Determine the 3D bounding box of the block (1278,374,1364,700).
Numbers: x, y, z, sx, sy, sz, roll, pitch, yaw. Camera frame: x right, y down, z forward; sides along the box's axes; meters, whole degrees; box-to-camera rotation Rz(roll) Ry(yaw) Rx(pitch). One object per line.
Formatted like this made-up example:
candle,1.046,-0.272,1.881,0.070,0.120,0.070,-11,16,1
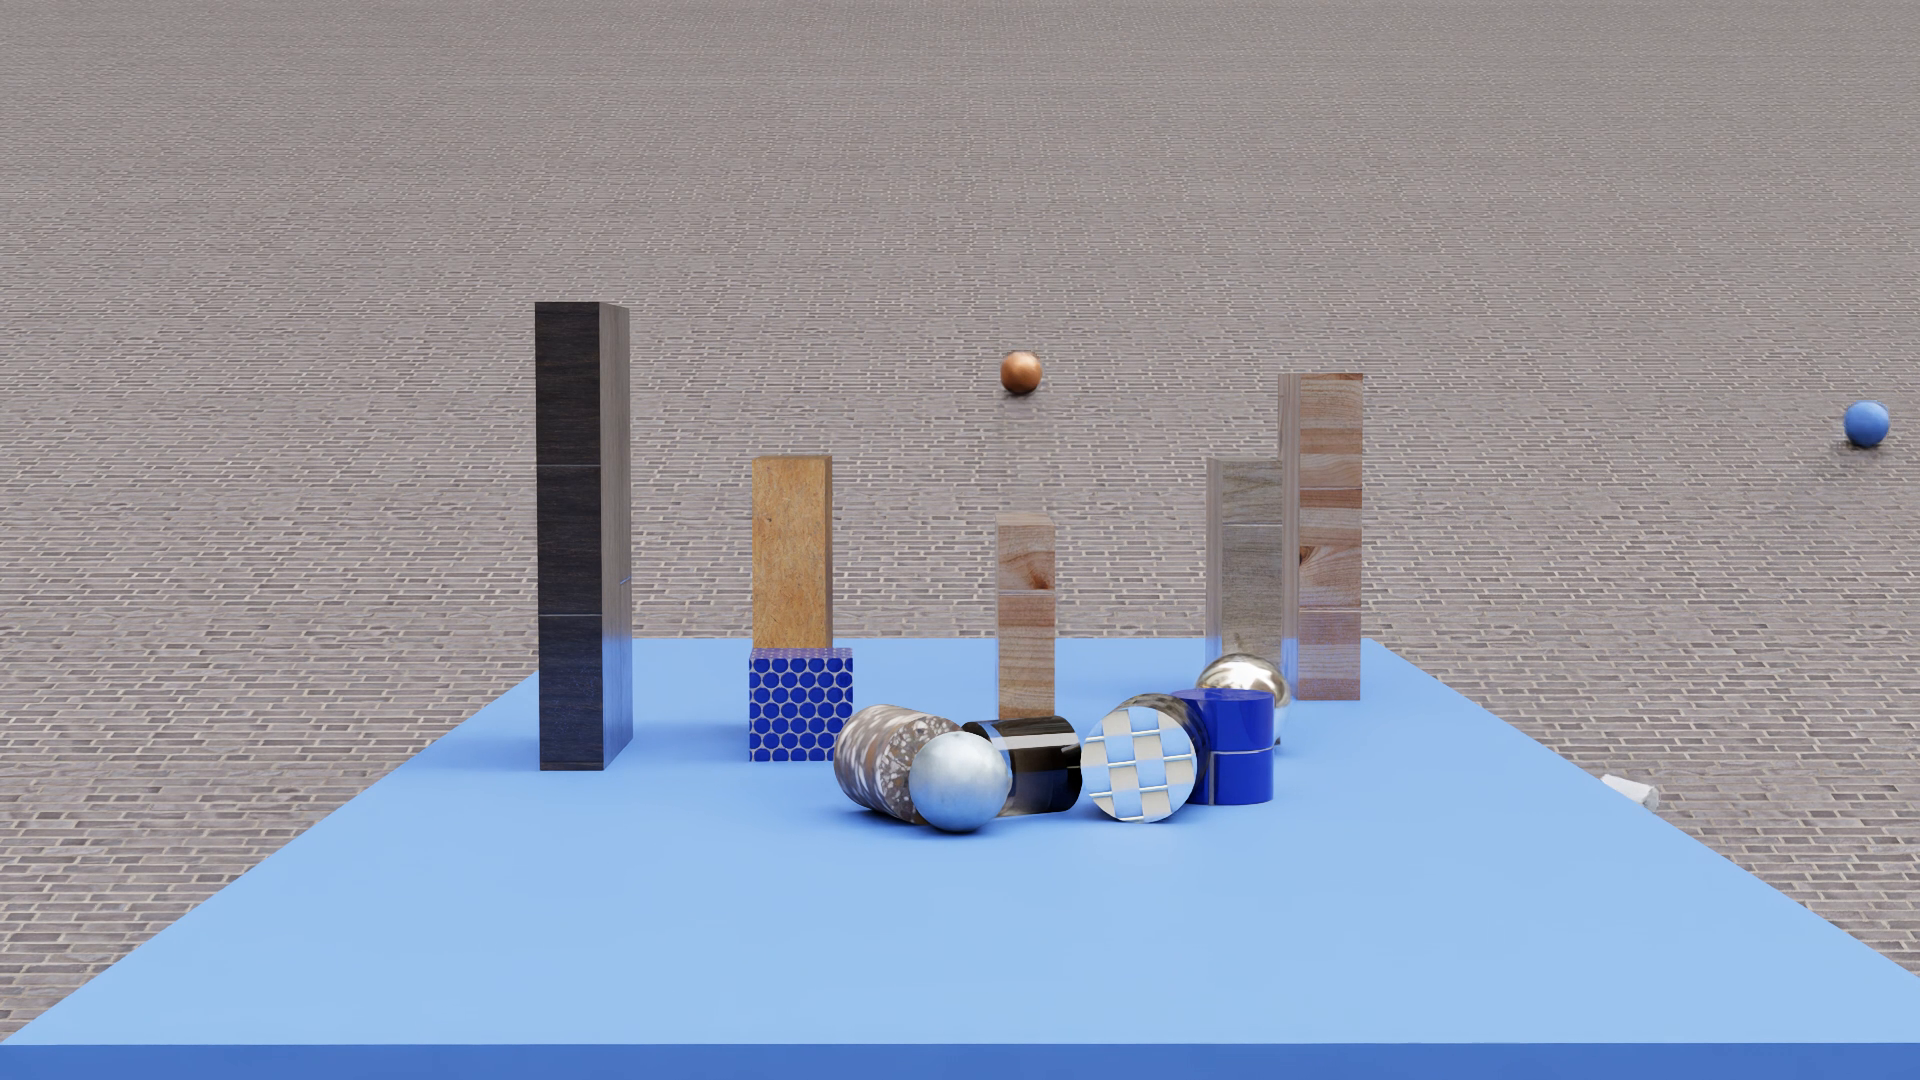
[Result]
block,0.755,-0.016,5.418,0.126,0.668,0.370,0,4,0

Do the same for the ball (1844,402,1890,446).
ball,2.936,-0.376,8.315,0.143,0.143,0.143,0,20,0

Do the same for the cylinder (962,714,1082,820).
cylinder,0.085,0.342,3.866,0.147,0.147,0.147,-6,20,-29

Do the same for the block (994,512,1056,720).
block,0.102,0.181,4.146,0.087,0.432,0.380,0,4,0

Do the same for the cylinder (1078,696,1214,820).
cylinder,0.282,0.327,3.877,0.174,0.174,0.174,6,1,15

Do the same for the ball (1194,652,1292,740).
ball,0.496,0.286,4.519,0.176,0.176,0.176,0,20,0

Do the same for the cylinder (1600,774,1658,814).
cylinder,1.479,0.590,5.713,0.111,0.111,0.111,14,24,33

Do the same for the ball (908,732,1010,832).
ball,-0.002,0.350,3.722,0.146,0.146,0.146,0,20,0

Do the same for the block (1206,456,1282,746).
block,0.522,0.105,4.746,0.107,0.510,0.299,0,4,0

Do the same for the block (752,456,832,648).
block,-0.307,0.104,4.748,0.131,0.513,0.270,0,4,0

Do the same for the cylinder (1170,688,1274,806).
cylinder,0.410,0.323,4.027,0.163,0.163,0.163,0,4,0

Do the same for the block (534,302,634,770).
block,-0.653,-0.016,4.485,0.107,0.785,0.396,0,4,0

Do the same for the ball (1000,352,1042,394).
ball,0.210,-0.576,8.858,0.148,0.148,0.148,0,20,0

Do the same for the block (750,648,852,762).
block,-0.277,0.287,4.503,0.178,0.178,0.178,0,4,-3

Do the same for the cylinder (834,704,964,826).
cylinder,-0.083,0.335,3.852,0.162,0.162,0.162,-11,8,-27

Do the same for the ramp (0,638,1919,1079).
ramp,0.047,0.424,4.534,2.000,0.100,4.000,0,4,0
